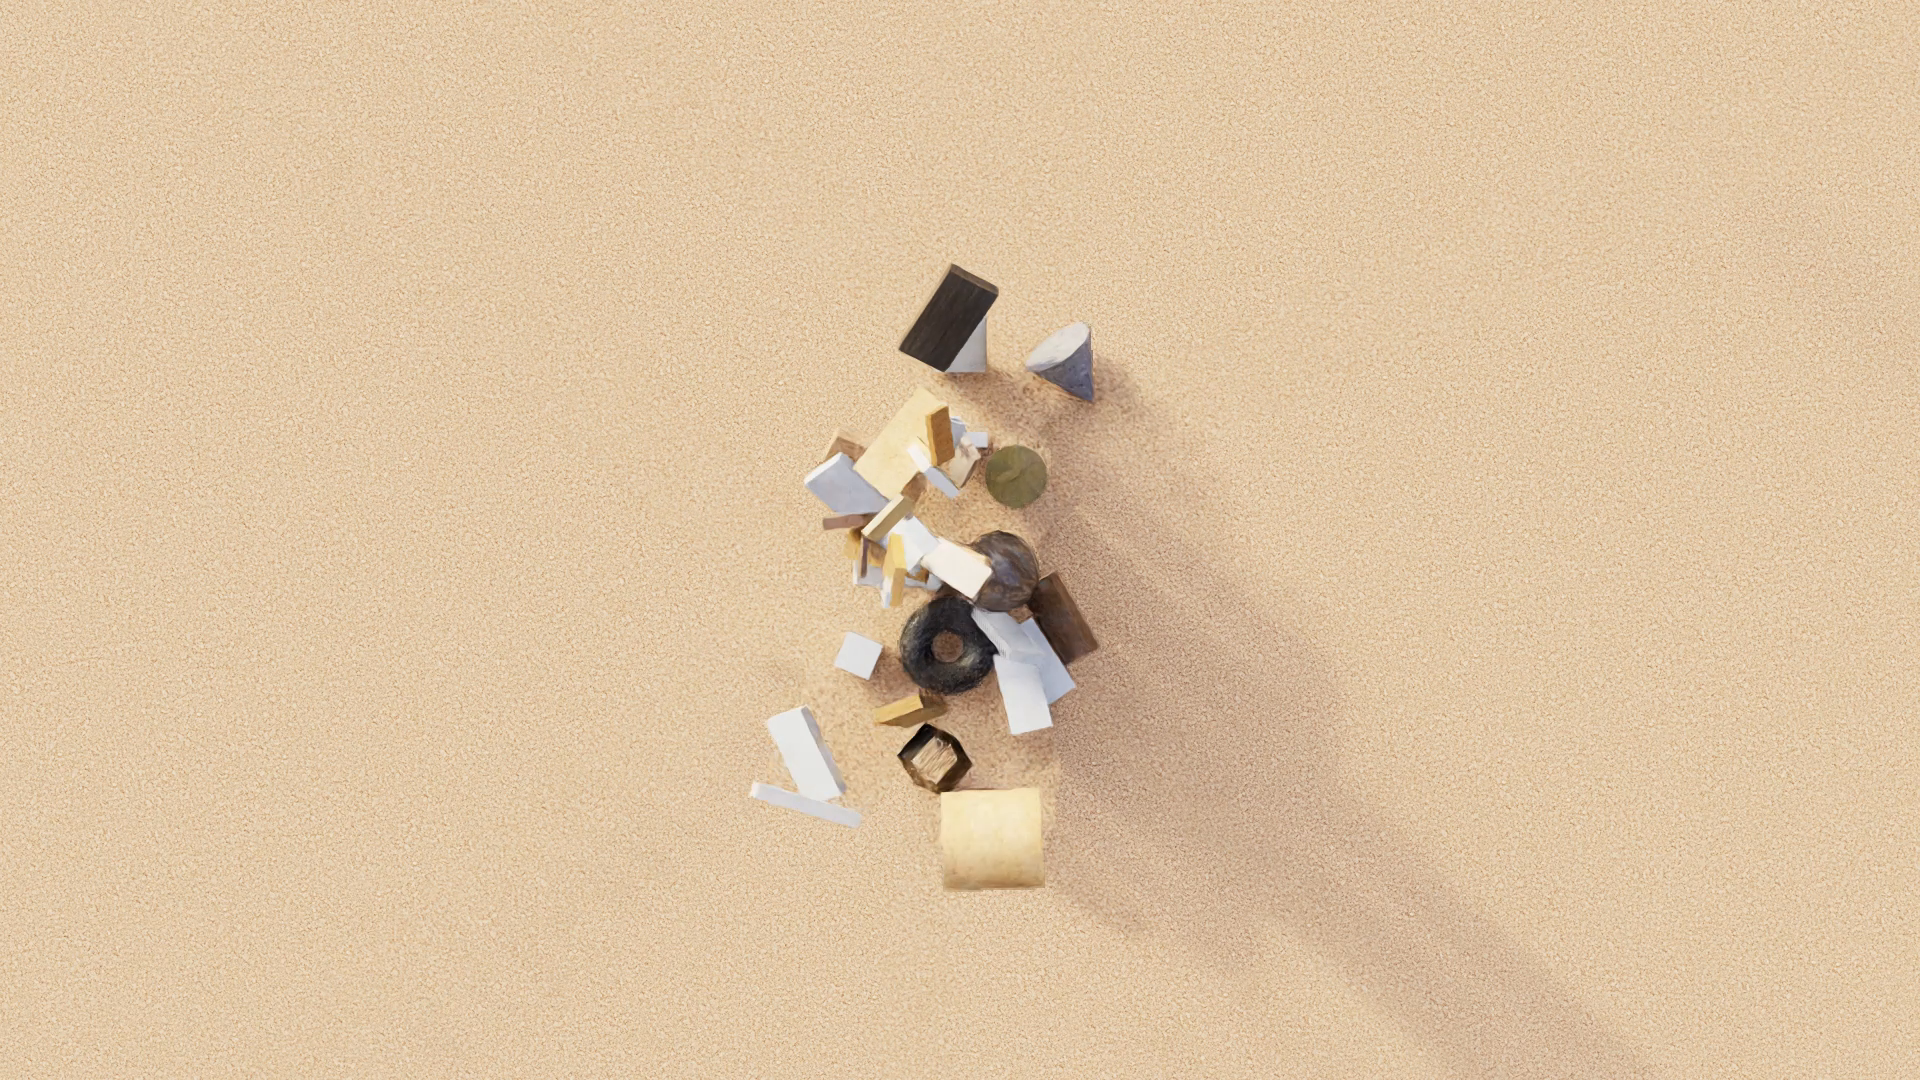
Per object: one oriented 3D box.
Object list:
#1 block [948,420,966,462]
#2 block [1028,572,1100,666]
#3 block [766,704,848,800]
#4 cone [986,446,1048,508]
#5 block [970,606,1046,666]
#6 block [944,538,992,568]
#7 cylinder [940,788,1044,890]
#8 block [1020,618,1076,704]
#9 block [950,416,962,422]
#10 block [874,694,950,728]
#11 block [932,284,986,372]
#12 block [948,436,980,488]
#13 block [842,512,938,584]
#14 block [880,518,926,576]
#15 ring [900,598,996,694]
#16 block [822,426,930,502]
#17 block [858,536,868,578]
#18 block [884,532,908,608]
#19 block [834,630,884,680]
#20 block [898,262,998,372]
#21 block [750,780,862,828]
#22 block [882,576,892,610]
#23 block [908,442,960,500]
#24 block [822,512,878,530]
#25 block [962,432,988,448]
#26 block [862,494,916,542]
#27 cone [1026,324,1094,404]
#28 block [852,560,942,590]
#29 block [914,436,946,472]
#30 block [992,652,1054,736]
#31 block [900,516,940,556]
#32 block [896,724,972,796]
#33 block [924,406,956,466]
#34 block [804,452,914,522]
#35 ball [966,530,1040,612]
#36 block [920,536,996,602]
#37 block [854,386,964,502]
[{"bbox_3d":[-0.028,-0.293,4.881,0.061,0.017,0.121,7,111,-32],"label":"block"},{"bbox_3d":[0.328,0.258,5.436,0.144,0.041,0.288,-30,90,43],"label":"block"},{"bbox_3d":[-0.474,0.665,5.100,0.147,0.042,0.293,-20,98,34],"label":"block"},{"bbox_3d":[0.187,-0.213,5.396,0.208,0.208,0.208,0,90,0],"label":"cone"},{"bbox_3d":[0.152,0.309,5.323,0.135,0.271,0.038,14,111,-34],"label":"block"},{"bbox_3d":[0.004,0.076,5.070,0.030,0.213,0.107,11,99,-44],"label":"block"},{"bbox_3d":[0.092,0.871,4.804,0.283,0.283,0.283,-2,90,0],"label":"cylinder"},{"bbox_3d":[0.253,0.407,5.459,0.135,0.038,0.271,-32,89,-17],"label":"block"},{"bbox_3d":[-0.034,-0.309,4.897,0.061,0.017,0.121,-2,117,-23],"label":"block"},{"bbox_3d":[-0.146,0.529,5.082,0.147,0.382,0.042,-21,78,8],"label":"block"},{"bbox_3d":[0.000,-0.683,5.350,0.173,0.346,0.049,0,51,0],"label":"block"},{"bbox_3d":[0.011,-0.222,4.728,0.021,0.274,0.073,-26,81,-15],"label":"block"},{"bbox_3d":[-0.219,0.025,5.254,0.288,0.041,0.144,18,91,16],"label":"block"},{"bbox_3d":[-0.171,0.011,5.133,0.107,0.030,0.213,-52,46,5],"label":"block"},{"bbox_3d":[-0.040,0.352,5.447,0.321,0.107,0.321,0,89,-1],"label":"ring"},{"bbox_3d":[-0.265,-0.242,5.339,0.332,0.166,0.047,22,51,-10],"label":"block"},{"bbox_3d":[-0.263,0.046,4.489,0.015,0.053,0.106,4,94,-11],"label":"block"},{"bbox_3d":[-0.193,0.086,4.874,0.035,0.247,0.123,9,113,-9],"label":"block"},{"bbox_3d":[-0.331,0.377,5.439,0.121,0.121,0.121,23,90,0],"label":"block"},{"bbox_3d":[-0.039,-0.700,5.221,0.173,0.049,0.346,25,129,-16],"label":"block"},{"bbox_3d":[-0.426,0.727,4.532,0.293,0.147,0.042,19,81,-11],"label":"block"},{"bbox_3d":[-0.213,0.154,4.781,0.015,0.106,0.053,9,112,-9],"label":"block"},{"bbox_3d":[-0.081,-0.209,4.931,0.035,0.247,0.123,-46,113,5],"label":"block"},{"bbox_3d":[-0.337,-0.061,5.137,0.123,0.247,0.035,-7,92,9],"label":"block"},{"bbox_3d":[0.000,-0.326,5.326,0.173,0.346,0.049,0,94,0],"label":"block"},{"bbox_3d":[-0.190,-0.059,4.403,0.147,0.073,0.021,-45,64,10],"label":"block"},{"bbox_3d":[0.381,-0.539,5.440,0.242,0.242,0.242,-37,115,0],"label":"cone"},{"bbox_3d":[-0.208,0.083,5.414,0.288,0.041,0.144,3,72,-18],"label":"block"},{"bbox_3d":[-0.091,-0.260,4.965,0.017,0.137,0.061,-46,131,5],"label":"block"},{"bbox_3d":[0.206,0.490,5.395,0.135,0.038,0.271,-14,89,6],"label":"block"},{"bbox_3d":[-0.108,-0.010,4.546,0.053,0.015,0.106,-43,88,10],"label":"block"},{"bbox_3d":[-0.082,0.718,5.375,0.147,0.147,0.147,-47,132,-24],"label":"block"},{"bbox_3d":[-0.054,-0.278,4.406,0.021,0.073,0.147,12,121,39],"label":"block"},{"bbox_3d":[-0.328,-0.131,5.371,0.166,0.047,0.332,-33,119,31],"label":"block"},{"bbox_3d":[0.128,0.103,5.363,0.266,0.266,0.266,0,90,0],"label":"ball"},{"bbox_3d":[-0.008,0.087,4.971,0.213,0.030,0.107,33,84,29],"label":"block"},{"bbox_3d":[-0.160,-0.295,5.090,0.166,0.047,0.332,41,93,13],"label":"block"}]
